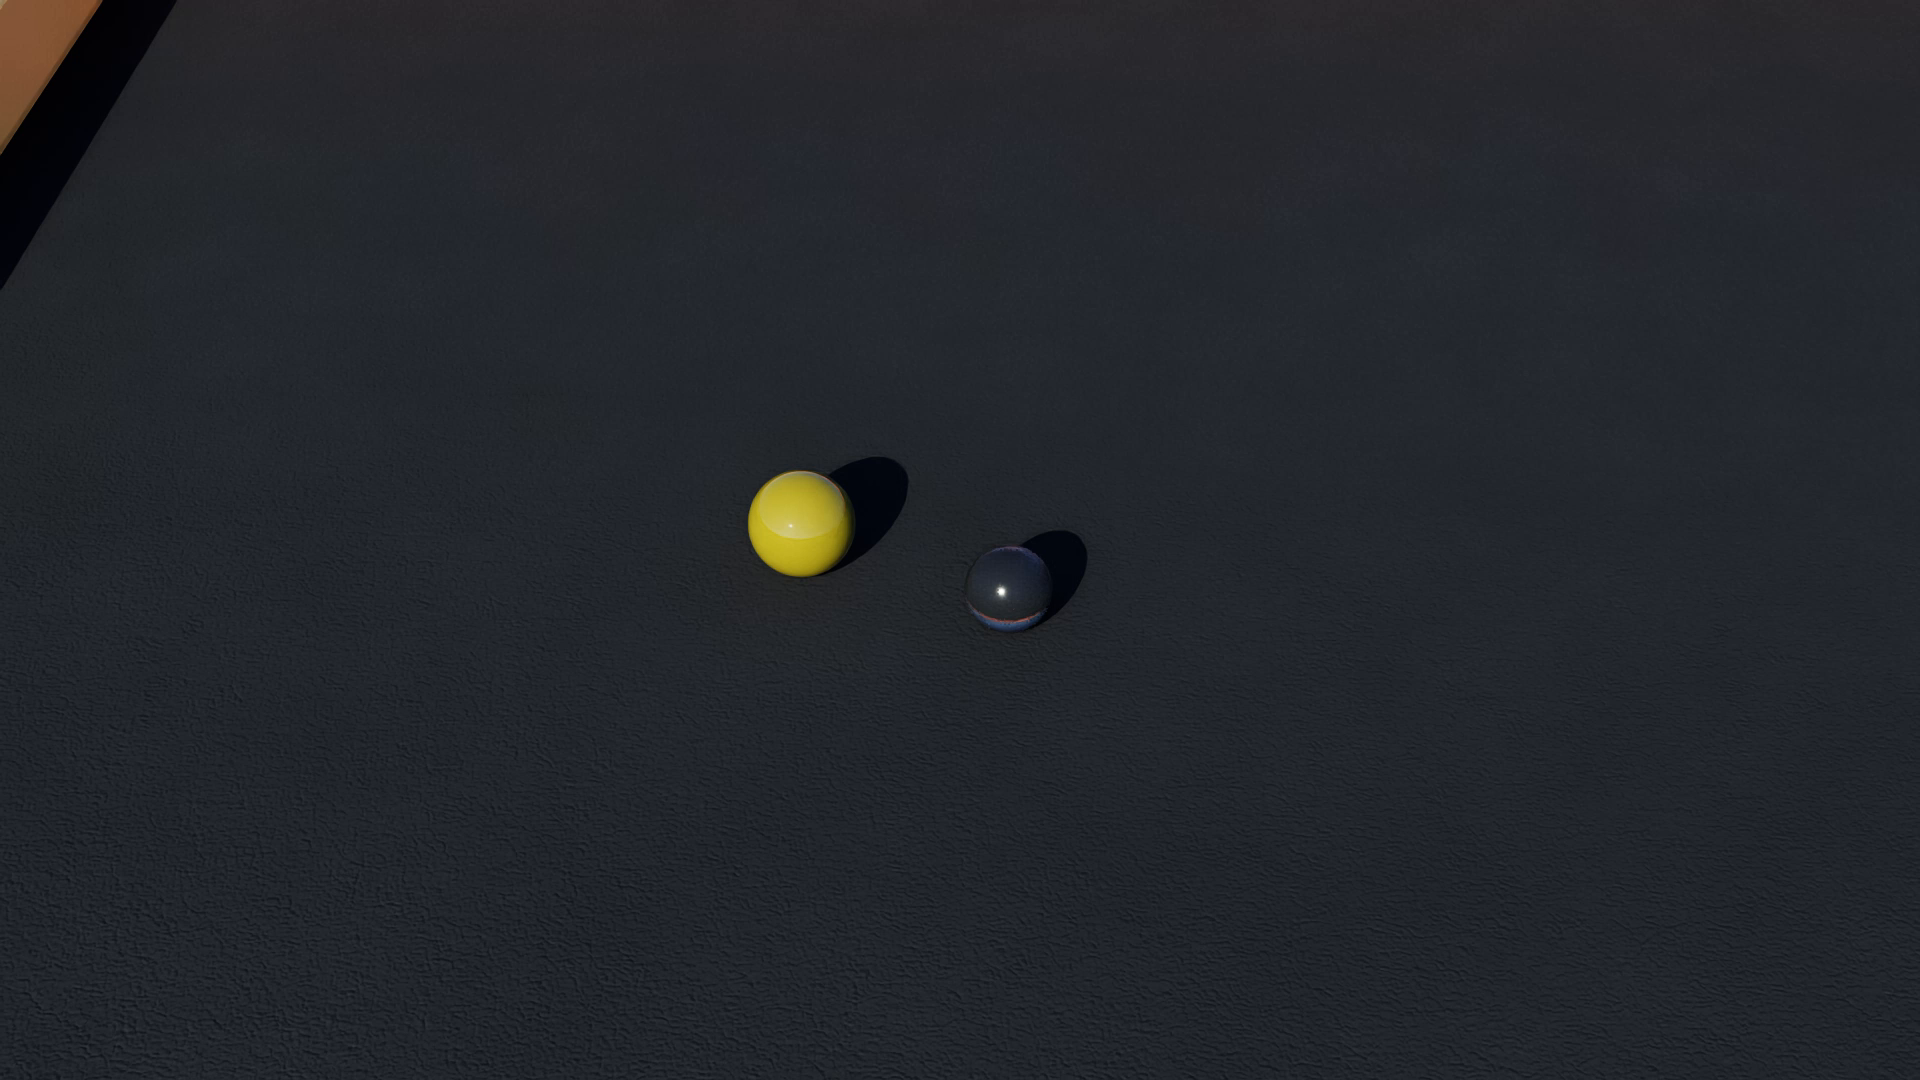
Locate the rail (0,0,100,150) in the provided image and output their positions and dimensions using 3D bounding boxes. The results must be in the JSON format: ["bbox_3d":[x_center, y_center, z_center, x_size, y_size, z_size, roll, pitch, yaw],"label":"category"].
[{"bbox_3d":[-0.819,-0.015,1.699,0.045,0.094,2.023,0,36,0],"label":"rail"}]

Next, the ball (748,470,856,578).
[{"bbox_3d":[-0.106,-0.011,1.714,0.072,0.072,0.072,0,36,0],"label":"ball"}]

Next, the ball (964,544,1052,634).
[{"bbox_3d":[0.032,0.032,1.667,0.058,0.058,0.058,0,36,0],"label":"ball"}]
